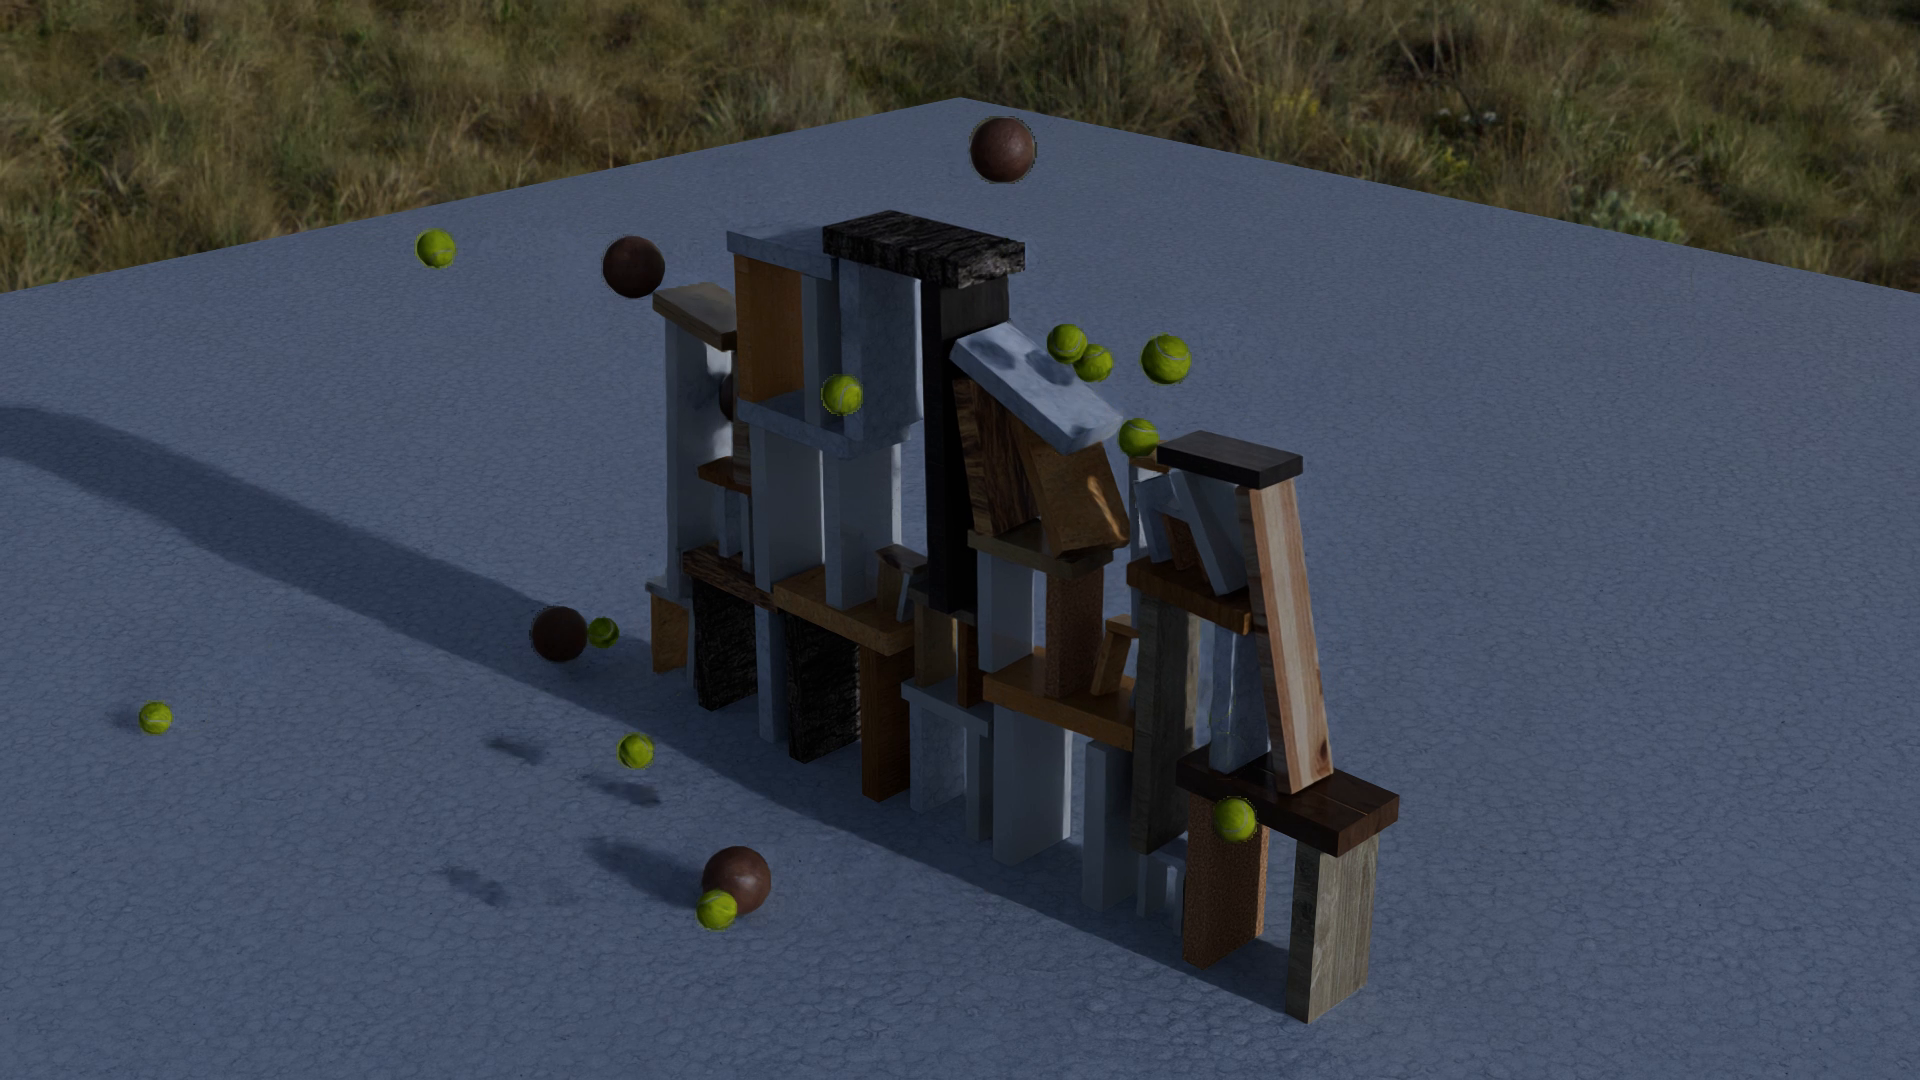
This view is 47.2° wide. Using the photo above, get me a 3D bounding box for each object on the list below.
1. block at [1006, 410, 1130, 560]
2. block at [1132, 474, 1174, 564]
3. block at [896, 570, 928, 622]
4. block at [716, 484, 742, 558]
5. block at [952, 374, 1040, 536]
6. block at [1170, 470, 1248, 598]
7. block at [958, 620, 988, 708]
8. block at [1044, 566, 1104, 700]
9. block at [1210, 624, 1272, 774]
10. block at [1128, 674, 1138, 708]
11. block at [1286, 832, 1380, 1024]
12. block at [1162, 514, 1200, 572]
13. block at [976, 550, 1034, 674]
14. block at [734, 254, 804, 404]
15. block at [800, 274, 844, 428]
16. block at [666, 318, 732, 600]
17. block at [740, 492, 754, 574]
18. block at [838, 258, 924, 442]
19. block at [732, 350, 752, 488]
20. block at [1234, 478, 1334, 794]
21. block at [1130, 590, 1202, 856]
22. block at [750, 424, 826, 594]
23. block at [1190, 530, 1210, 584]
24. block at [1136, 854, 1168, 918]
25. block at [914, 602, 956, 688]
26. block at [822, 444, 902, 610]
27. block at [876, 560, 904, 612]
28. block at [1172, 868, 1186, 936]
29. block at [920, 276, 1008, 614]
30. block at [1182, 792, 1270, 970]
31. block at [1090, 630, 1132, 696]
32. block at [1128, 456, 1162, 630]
[{"bbox_3d":[0.200,-0.119,4.009,0.148,0.297,0.042,-9,-19,-26],"label":"block"},{"bbox_3d":[0.351,-0.037,3.849,0.072,0.143,0.020,-18,6,-38],"label":"block"},{"bbox_3d":[-0.092,0.106,4.362,0.057,0.114,0.016,-21,45,-40],"label":"block"},{"bbox_3d":[-0.485,-0.062,4.753,0.026,0.181,0.090,17,28,34],"label":"block"},{"bbox_3d":[0.071,-0.171,4.061,0.042,0.297,0.148,5,21,41],"label":"block"},{"bbox_3d":[0.445,-0.025,3.745,0.112,0.223,0.032,-19,-3,-37],"label":"block"},{"bbox_3d":[0.037,0.228,4.282,0.091,0.182,0.026,-21,31,-41],"label":"block"},{"bbox_3d":[0.212,0.159,4.074,0.035,0.247,0.123,20,30,39],"label":"block"},{"bbox_3d":[0.494,0.255,3.797,0.136,0.273,0.039,-21,30,-41],"label":"block"},{"bbox_3d":[0.349,0.243,4.014,0.018,0.127,0.063,27,23,34],"label":"block"},{"bbox_3d":[0.644,0.645,3.796,0.049,0.346,0.173,21,31,41],"label":"block"},{"bbox_3d":[0.386,-0.002,3.823,0.050,0.101,0.014,-18,4,-37],"label":"block"},{"bbox_3d":[0.087,0.117,4.173,0.035,0.247,0.123,18,29,38],"label":"block"},{"bbox_3d":[-0.378,-0.440,4.436,0.043,0.301,0.150,21,31,41],"label":"block"},{"bbox_3d":[-0.237,-0.386,4.307,0.043,0.301,0.150,20,30,39],"label":"block"},{"bbox_3d":[-0.571,-0.190,4.814,0.143,0.637,0.041,-14,24,-40],"label":"block"},{"bbox_3d":[-0.421,-0.027,4.673,0.026,0.181,0.090,22,31,40],"label":"block"},{"bbox_3d":[-0.148,-0.384,4.230,0.050,0.356,0.178,17,28,38],"label":"block"},{"bbox_3d":[-0.420,-0.270,4.580,0.041,0.286,0.143,11,25,21],"label":"block"},{"bbox_3d":[0.548,0.157,3.702,0.112,0.535,0.032,-20,16,-38],"label":"block"},{"bbox_3d":[0.372,0.312,3.973,0.039,0.516,0.136,18,27,37],"label":"block"},{"bbox_3d":[-0.353,-0.087,4.576,0.047,0.366,0.167,21,31,41],"label":"block"},{"bbox_3d":[0.429,0.019,3.778,0.050,0.101,0.014,-18,3,-37],"label":"block"},{"bbox_3d":[0.359,0.631,4.100,0.019,0.133,0.067,18,27,37],"label":"block"},{"bbox_3d":[-0.049,0.195,4.361,0.026,0.182,0.091,21,31,41],"label":"block"},{"bbox_3d":[-0.195,-0.040,4.425,0.047,0.334,0.167,21,31,40],"label":"block"},{"bbox_3d":[-0.139,0.084,4.412,0.057,0.114,0.016,-21,36,-40],"label":"block"},{"bbox_3d":[0.422,0.655,4.043,0.019,0.133,0.067,19,28,38],"label":"block"},{"bbox_3d":[0.015,-0.189,4.140,0.050,0.644,0.178,19,29,41],"label":"block"},{"bbox_3d":[0.480,0.582,3.947,0.049,0.346,0.173,21,31,41],"label":"block"},{"bbox_3d":[0.281,0.223,4.062,0.018,0.127,0.063,28,24,35],"label":"block"},{"bbox_3d":[0.337,0.001,3.984,0.020,0.316,0.072,5,10,41],"label":"block"}]
